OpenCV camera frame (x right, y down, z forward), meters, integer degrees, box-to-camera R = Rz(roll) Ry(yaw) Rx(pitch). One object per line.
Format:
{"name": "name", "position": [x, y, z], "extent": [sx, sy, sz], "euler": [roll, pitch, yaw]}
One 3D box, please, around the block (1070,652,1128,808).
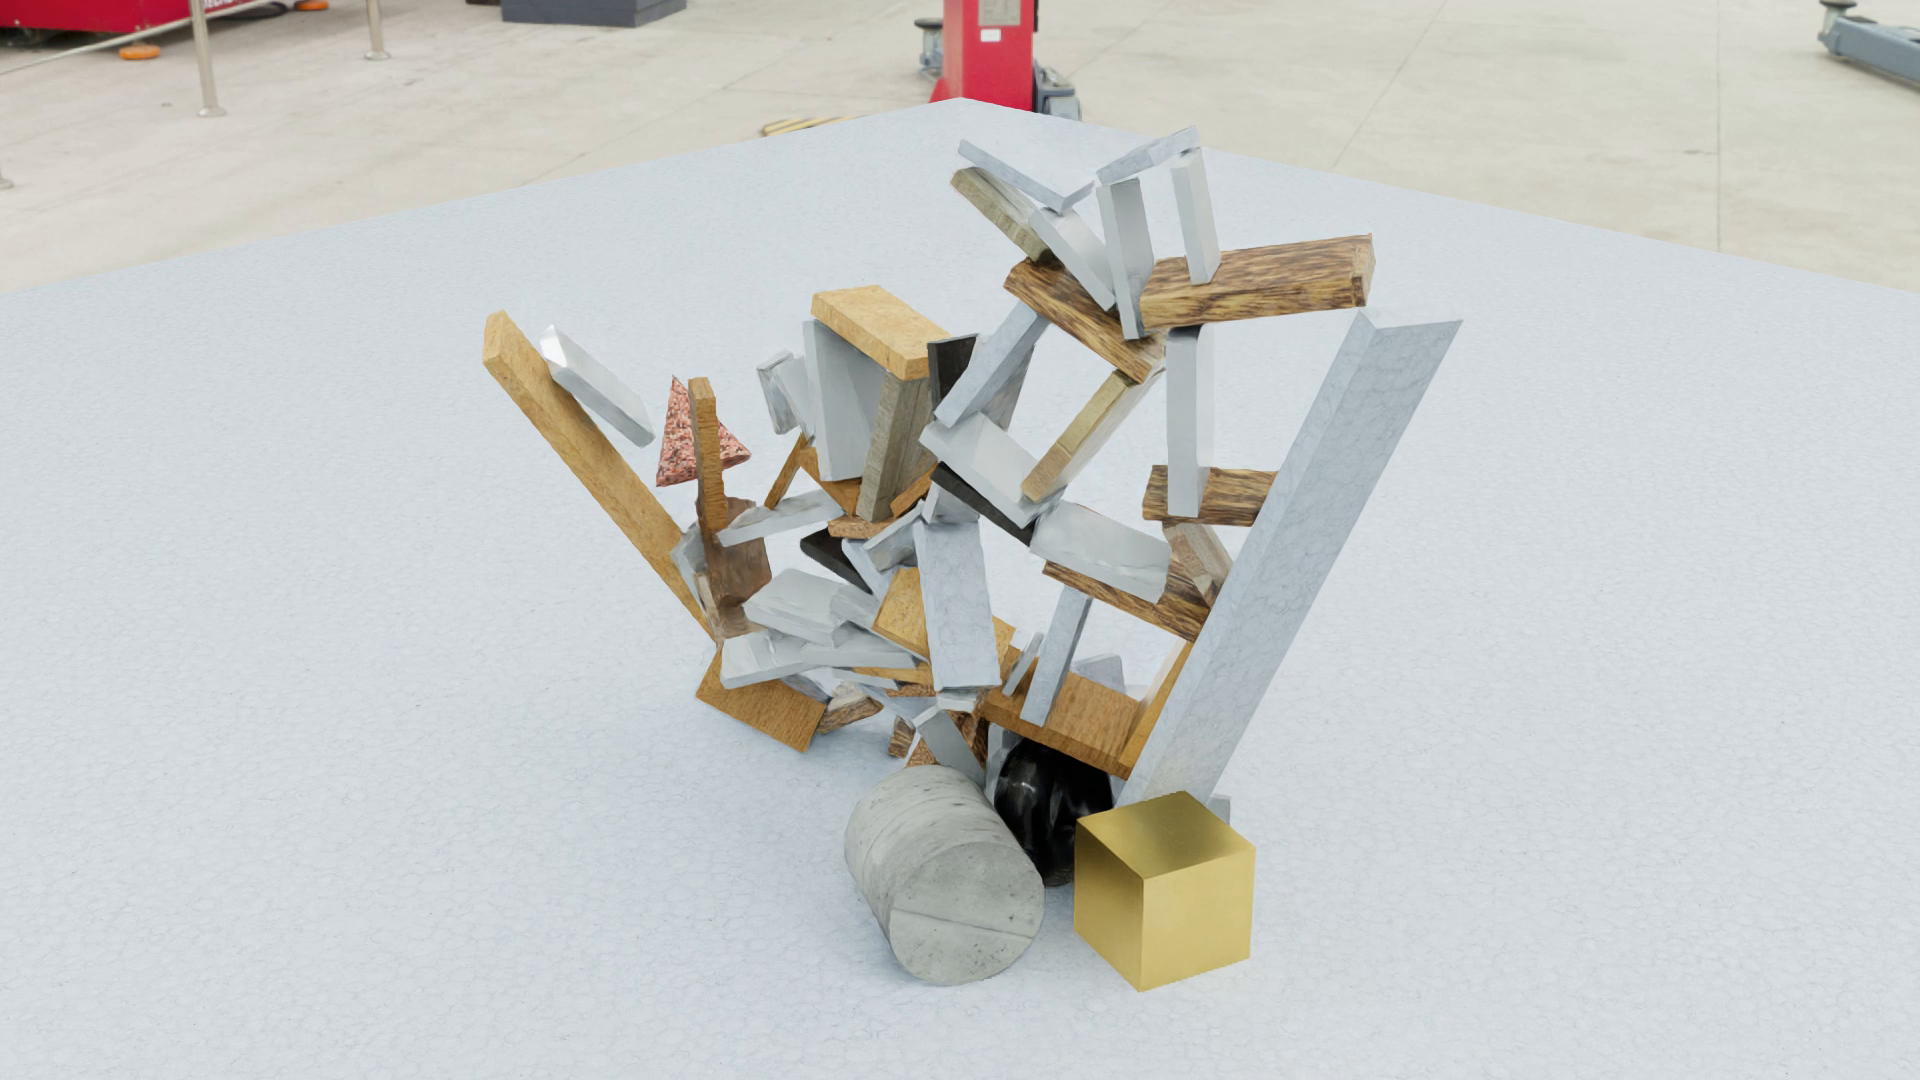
{"name": "block", "position": [0.263, 0.403, 4.391], "extent": [0.163, 0.327, 0.046], "euler": [-13, 9, -29]}

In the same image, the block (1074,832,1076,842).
{"name": "block", "position": [0.292, 0.586, 4.358], "extent": [0.122, 0.017, 0.061], "euler": [-13, 26, -29]}

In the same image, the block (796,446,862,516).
{"name": "block", "position": [-0.225, -0.124, 4.419], "extent": [0.112, 0.032, 0.223], "euler": [-11, 37, -33]}

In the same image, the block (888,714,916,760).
{"name": "block", "position": [-0.083, 0.305, 4.671], "extent": [0.041, 0.290, 0.145], "euler": [19, 24, -3]}

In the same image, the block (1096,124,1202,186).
{"name": "block", "position": [0.298, -0.609, 3.490], "extent": [0.095, 0.027, 0.190], "euler": [-31, 10, -19]}

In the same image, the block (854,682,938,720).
{"name": "block", "position": [-0.110, 0.304, 4.467], "extent": [0.191, 0.027, 0.095], "euler": [29, 59, 23]}

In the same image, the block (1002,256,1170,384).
{"name": "block", "position": [0.223, -0.378, 3.653], "extent": [0.285, 0.040, 0.143], "euler": [36, 35, 9]}

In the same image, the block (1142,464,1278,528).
{"name": "block", "position": [0.436, -0.075, 3.739], "extent": [0.235, 0.033, 0.117], "euler": [4, 38, 14]}

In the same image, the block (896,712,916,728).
{"name": "block", "position": [-0.124, 0.279, 4.524], "extent": [0.111, 0.031, 0.222], "euler": [-34, 57, -21]}

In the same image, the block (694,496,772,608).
{"name": "block", "position": [-0.484, 0.025, 4.745], "extent": [0.133, 0.038, 0.266], "euler": [10, 51, -36]}

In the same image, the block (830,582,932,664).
{"name": "block", "position": [-0.110, 0.141, 4.334], "extent": [0.276, 0.039, 0.138], "euler": [26, 48, 38]}

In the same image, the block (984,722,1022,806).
{"name": "block", "position": [0.132, 0.440, 4.299], "extent": [0.163, 0.327, 0.046], "euler": [-13, 30, -31]}

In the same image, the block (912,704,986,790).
{"name": "block", "position": [-0.007, 0.421, 4.234], "extent": [0.065, 0.395, 0.018], "euler": [-34, 56, -4]}

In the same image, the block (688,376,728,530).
{"name": "block", "position": [-0.523, -0.180, 4.552], "extent": [0.040, 0.285, 0.143], "euler": [-7, 23, -11]}

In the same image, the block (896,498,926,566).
{"name": "block", "position": [-0.068, -0.013, 4.194], "extent": [0.072, 0.144, 0.020], "euler": [7, 32, -32]}

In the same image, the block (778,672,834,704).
{"name": "block", "position": [-0.342, 0.326, 4.725], "extent": [0.140, 0.070, 0.020], "euler": [37, 4, 29]}

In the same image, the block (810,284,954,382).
{"name": "block", "position": [-0.134, -0.403, 4.242], "extent": [0.156, 0.044, 0.312], "euler": [-13, 36, -37]}

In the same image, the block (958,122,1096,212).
{"name": "block", "position": [0.111, -0.626, 3.684], "extent": [0.210, 0.030, 0.105], "euler": [33, 39, 17]}

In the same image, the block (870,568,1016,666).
{"name": "block", "position": [-0.030, 0.166, 4.132], "extent": [0.249, 0.125, 0.035], "euler": [28, -24, -10]}

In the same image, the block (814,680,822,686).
{"name": "block", "position": [-0.364, 0.355, 4.775], "extent": [0.139, 0.020, 0.070], "euler": [-18, 56, 27]}

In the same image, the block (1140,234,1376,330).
{"name": "block", "position": [0.470, -0.407, 3.463], "extent": [0.346, 0.049, 0.173], "euler": [-5, 28, 18]}

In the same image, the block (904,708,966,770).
{"name": "block", "position": [-0.026, 0.383, 4.432], "extent": [0.046, 0.325, 0.162], "euler": [37, 48, 10]}

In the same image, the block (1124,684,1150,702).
{"name": "block", "position": [0.394, 0.356, 4.899], "extent": [0.061, 0.017, 0.122], "euler": [0, 23, 0]}

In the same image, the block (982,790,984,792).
{"name": "block", "position": [0.051, 0.527, 4.380], "extent": [0.047, 0.094, 0.013], "euler": [-24, 56, -20]}

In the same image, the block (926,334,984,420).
{"name": "block", "position": [0.002, -0.265, 4.056], "extent": [0.108, 0.216, 0.031], "euler": [-14, 16, -32]}

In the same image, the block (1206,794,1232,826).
{"name": "block", "position": [0.485, 0.536, 4.419], "extent": [0.122, 0.061, 0.017], "euler": [8, 23, 19]}

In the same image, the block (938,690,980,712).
{"name": "block", "position": [-0.001, 0.292, 4.040], "extent": [0.065, 0.018, 0.130], "euler": [8, 7, 6]}

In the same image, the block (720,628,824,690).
{"name": "block", "position": [-0.389, 0.236, 4.588], "extent": [0.222, 0.031, 0.111], "euler": [-14, 46, 15]}

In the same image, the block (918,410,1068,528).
{"name": "block", "position": [0.058, -0.135, 3.849], "extent": [0.243, 0.034, 0.121], "euler": [41, 46, 12]}

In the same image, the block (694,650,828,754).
{"name": "block", "position": [-0.422, 0.343, 4.679], "extent": [0.262, 0.111, 0.031], "euler": [27, 4, 5]}

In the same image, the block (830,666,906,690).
{"name": "block", "position": [-0.165, 0.252, 4.442], "extent": [0.191, 0.027, 0.095], "euler": [7, 40, 44]}

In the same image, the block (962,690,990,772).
{"name": "block", "position": [0.076, 0.415, 4.369], "extent": [0.162, 0.325, 0.046], "euler": [-12, 44, -27]}

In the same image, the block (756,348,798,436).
{"name": "block", "position": [-0.360, -0.301, 4.487], "extent": [0.080, 0.159, 0.023], "euler": [-35, 39, -30]}

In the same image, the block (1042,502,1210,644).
{"name": "block", "position": [0.325, 0.064, 3.920], "extent": [0.330, 0.047, 0.165], "euler": [25, 40, 3]}

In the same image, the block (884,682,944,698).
{"name": "block", "position": [-0.061, 0.272, 4.374], "extent": [0.095, 0.027, 0.191], "euler": [-42, 20, -33]}

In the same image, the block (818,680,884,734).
{"name": "block", "position": [-0.207, 0.325, 4.675], "extent": [0.145, 0.041, 0.290], "euler": [-50, 12, -29]}

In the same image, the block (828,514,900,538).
{"name": "block", "position": [-0.144, -0.033, 4.342], "extent": [0.114, 0.032, 0.228], "euler": [-21, 16, -41]}

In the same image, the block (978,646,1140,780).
{"name": "block", "position": [0.213, 0.330, 4.170], "extent": [0.327, 0.046, 0.163], "euler": [23, 42, 1]}
